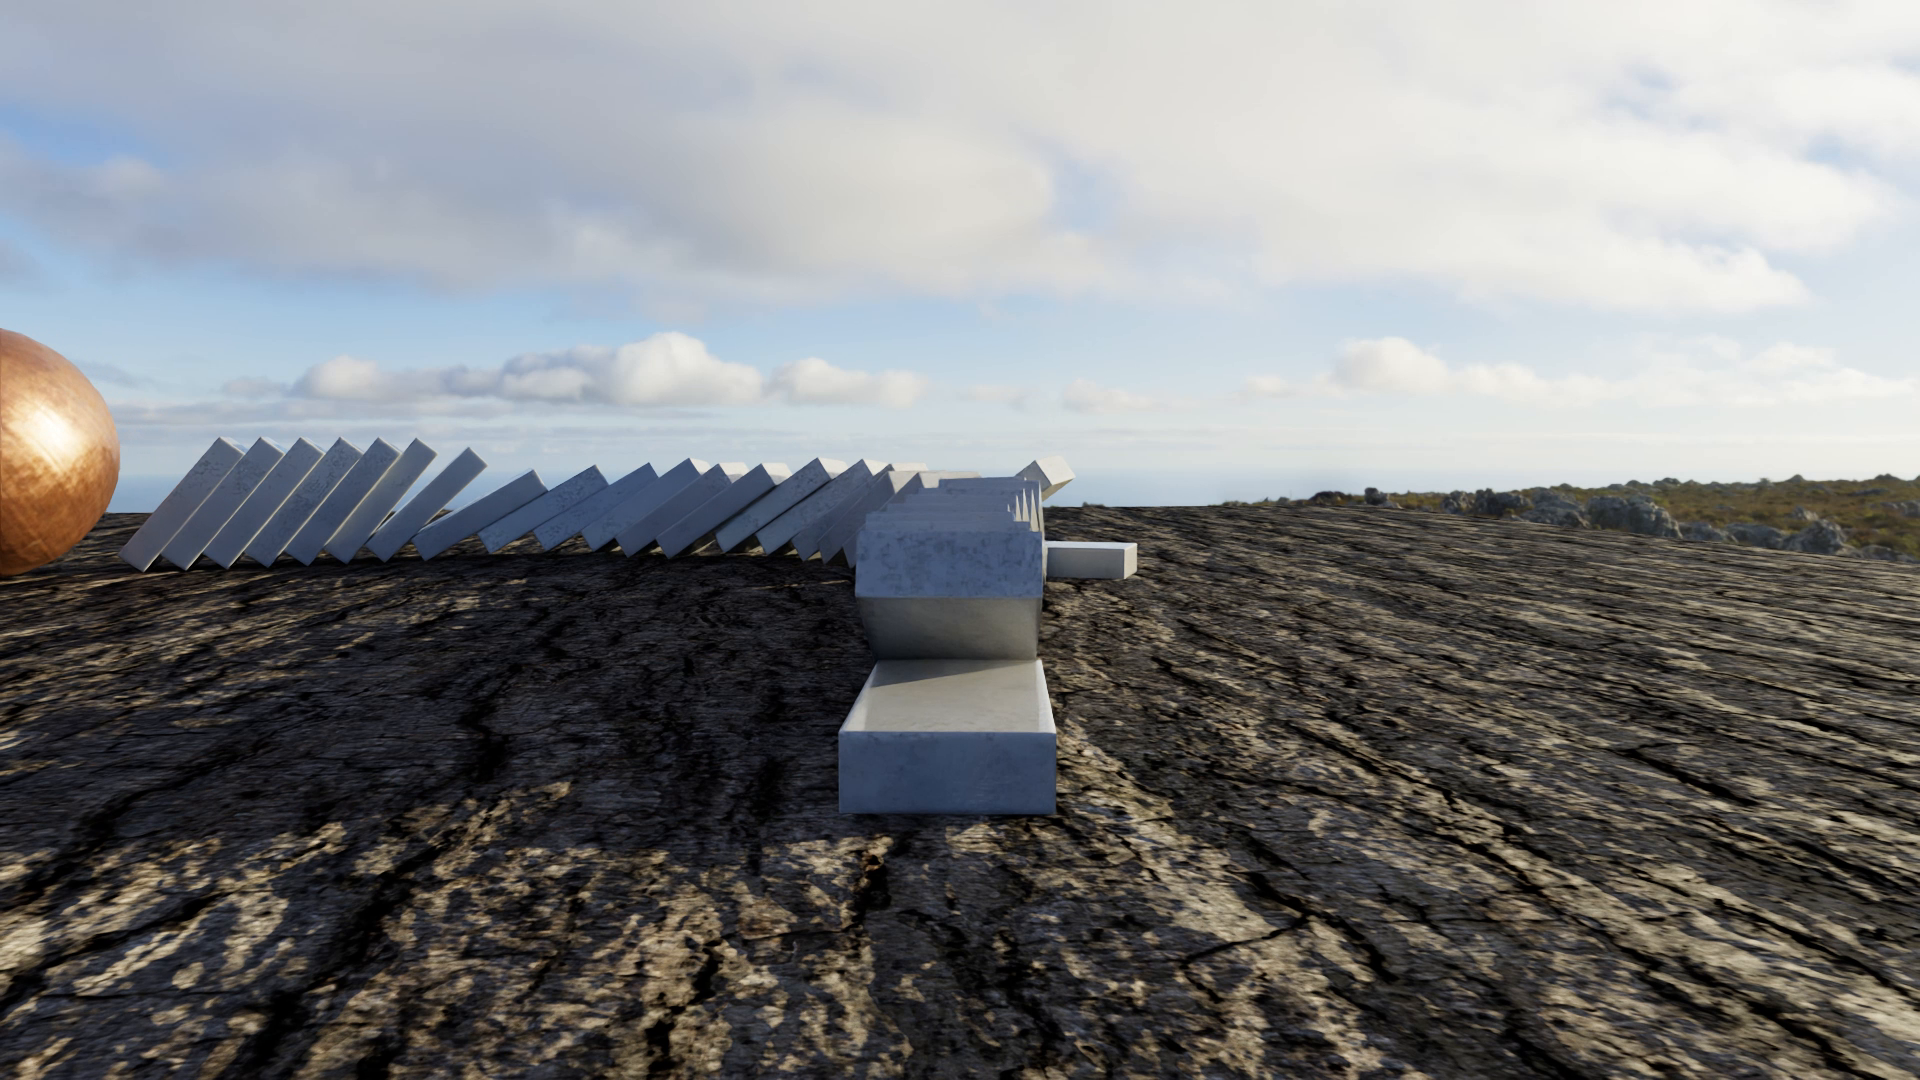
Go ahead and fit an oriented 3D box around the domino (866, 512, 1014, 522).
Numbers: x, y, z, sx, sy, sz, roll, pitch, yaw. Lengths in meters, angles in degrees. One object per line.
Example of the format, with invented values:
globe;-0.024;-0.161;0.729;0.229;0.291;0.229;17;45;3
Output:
domino;-0.002;0.009;0.237;0.025;0.009;0.050;-1;-22;4

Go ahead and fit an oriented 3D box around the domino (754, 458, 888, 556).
domino;-0.049;-0.012;0.473;0.050;0.009;0.025;-34;-9;14

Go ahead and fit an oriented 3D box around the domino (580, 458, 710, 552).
domino;-0.118;-0.013;0.491;0.050;0.010;0.025;-34;-2;3

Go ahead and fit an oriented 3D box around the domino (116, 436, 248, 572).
domino;-0.264;-0.013;0.439;0.009;0.050;0.025;40;-11;-20

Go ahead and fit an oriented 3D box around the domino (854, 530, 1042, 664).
domino;-0.001;0.013;0.195;0.025;0.009;0.050;0;-22;2

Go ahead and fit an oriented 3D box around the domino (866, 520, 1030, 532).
domino;-0.001;0.011;0.216;0.025;0.009;0.050;0;-22;2

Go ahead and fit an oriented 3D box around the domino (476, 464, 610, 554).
domino;-0.160;-0.012;0.490;0.050;0.010;0.025;-33;11;-17

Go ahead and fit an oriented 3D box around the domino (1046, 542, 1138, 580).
domino;0.031;0.006;0.423;0.050;0.010;0.025;1;4;17

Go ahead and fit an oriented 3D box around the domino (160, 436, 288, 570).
domino;-0.253;-0.013;0.444;0.009;0.050;0.025;40;-11;-20

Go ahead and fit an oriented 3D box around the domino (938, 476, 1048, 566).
domino;0.011;-0.003;0.385;0.025;0.010;0.050;-1;-25;11

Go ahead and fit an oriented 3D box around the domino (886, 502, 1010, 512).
domino;0.000;0.006;0.284;0.025;0.009;0.050;1;-22;7

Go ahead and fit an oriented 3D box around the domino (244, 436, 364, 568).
domino;-0.231;-0.014;0.454;0.009;0.050;0.025;40;-11;-20

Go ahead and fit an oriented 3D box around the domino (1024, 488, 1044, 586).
domino;0.009;0.001;0.346;0.025;0.009;0.050;1;-23;8

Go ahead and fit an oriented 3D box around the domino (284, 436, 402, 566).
domino;-0.220;-0.015;0.459;0.009;0.050;0.025;40;-10;-20

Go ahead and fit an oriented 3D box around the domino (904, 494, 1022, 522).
domino;0.003;0.004;0.305;0.025;0.010;0.050;0;-23;7

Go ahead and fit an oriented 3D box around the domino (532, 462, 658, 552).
domino;-0.140;-0.012;0.496;0.050;0.009;0.025;-33;8;-14

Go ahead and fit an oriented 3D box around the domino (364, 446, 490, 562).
domino;-0.197;-0.014;0.474;0.050;0.009;0.025;-47;19;-13

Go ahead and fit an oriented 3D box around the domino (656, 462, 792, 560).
domino;-0.087;-0.011;0.478;0.050;0.010;0.025;-33;-3;12

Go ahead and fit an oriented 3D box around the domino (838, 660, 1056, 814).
domino;-0.001;0.025;0.172;0.025;0.009;0.050;0;4;2

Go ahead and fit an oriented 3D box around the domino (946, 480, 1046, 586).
domino;0.011;-0.001;0.366;0.025;0.010;0.050;1;-25;7

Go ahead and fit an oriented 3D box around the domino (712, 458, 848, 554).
domino;-0.065;-0.012;0.476;0.050;0.010;0.025;-34;-9;15

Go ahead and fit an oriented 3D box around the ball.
ball;-0.306;-0.027;0.395;0.080;0.080;0.080;0;4;0

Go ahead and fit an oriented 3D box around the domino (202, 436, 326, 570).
domino;-0.242;-0.014;0.448;0.009;0.050;0.025;40;-11;-20

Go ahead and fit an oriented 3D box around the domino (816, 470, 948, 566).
domino;-0.026;-0.007;0.441;0.025;0.009;0.050;-3;-25;-38

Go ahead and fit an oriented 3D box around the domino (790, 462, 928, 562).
domino;-0.035;-0.010;0.464;0.050;0.009;0.025;-35;-11;24

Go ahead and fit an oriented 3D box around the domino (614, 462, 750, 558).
domino;-0.103;-0.012;0.484;0.050;0.010;0.025;-33;-3;12

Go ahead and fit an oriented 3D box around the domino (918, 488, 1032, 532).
domino;0.005;0.002;0.324;0.025;0.009;0.050;0;-23;7

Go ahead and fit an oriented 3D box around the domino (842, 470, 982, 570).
domino;-0.015;-0.006;0.425;0.025;0.009;0.050;-4;-25;-39

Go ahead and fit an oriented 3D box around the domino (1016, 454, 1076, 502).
domino;0.013;-0.009;0.424;0.050;0.010;0.025;-37;-7;23

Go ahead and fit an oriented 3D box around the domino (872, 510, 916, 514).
domino;-0.002;0.008;0.263;0.025;0.009;0.050;1;-21;7

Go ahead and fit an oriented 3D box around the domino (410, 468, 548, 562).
domino;-0.181;-0.010;0.482;0.050;0.009;0.025;-33;16;-17

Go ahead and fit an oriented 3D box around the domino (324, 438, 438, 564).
domino;-0.210;-0.015;0.466;0.009;0.050;0.025;40;-11;-20
